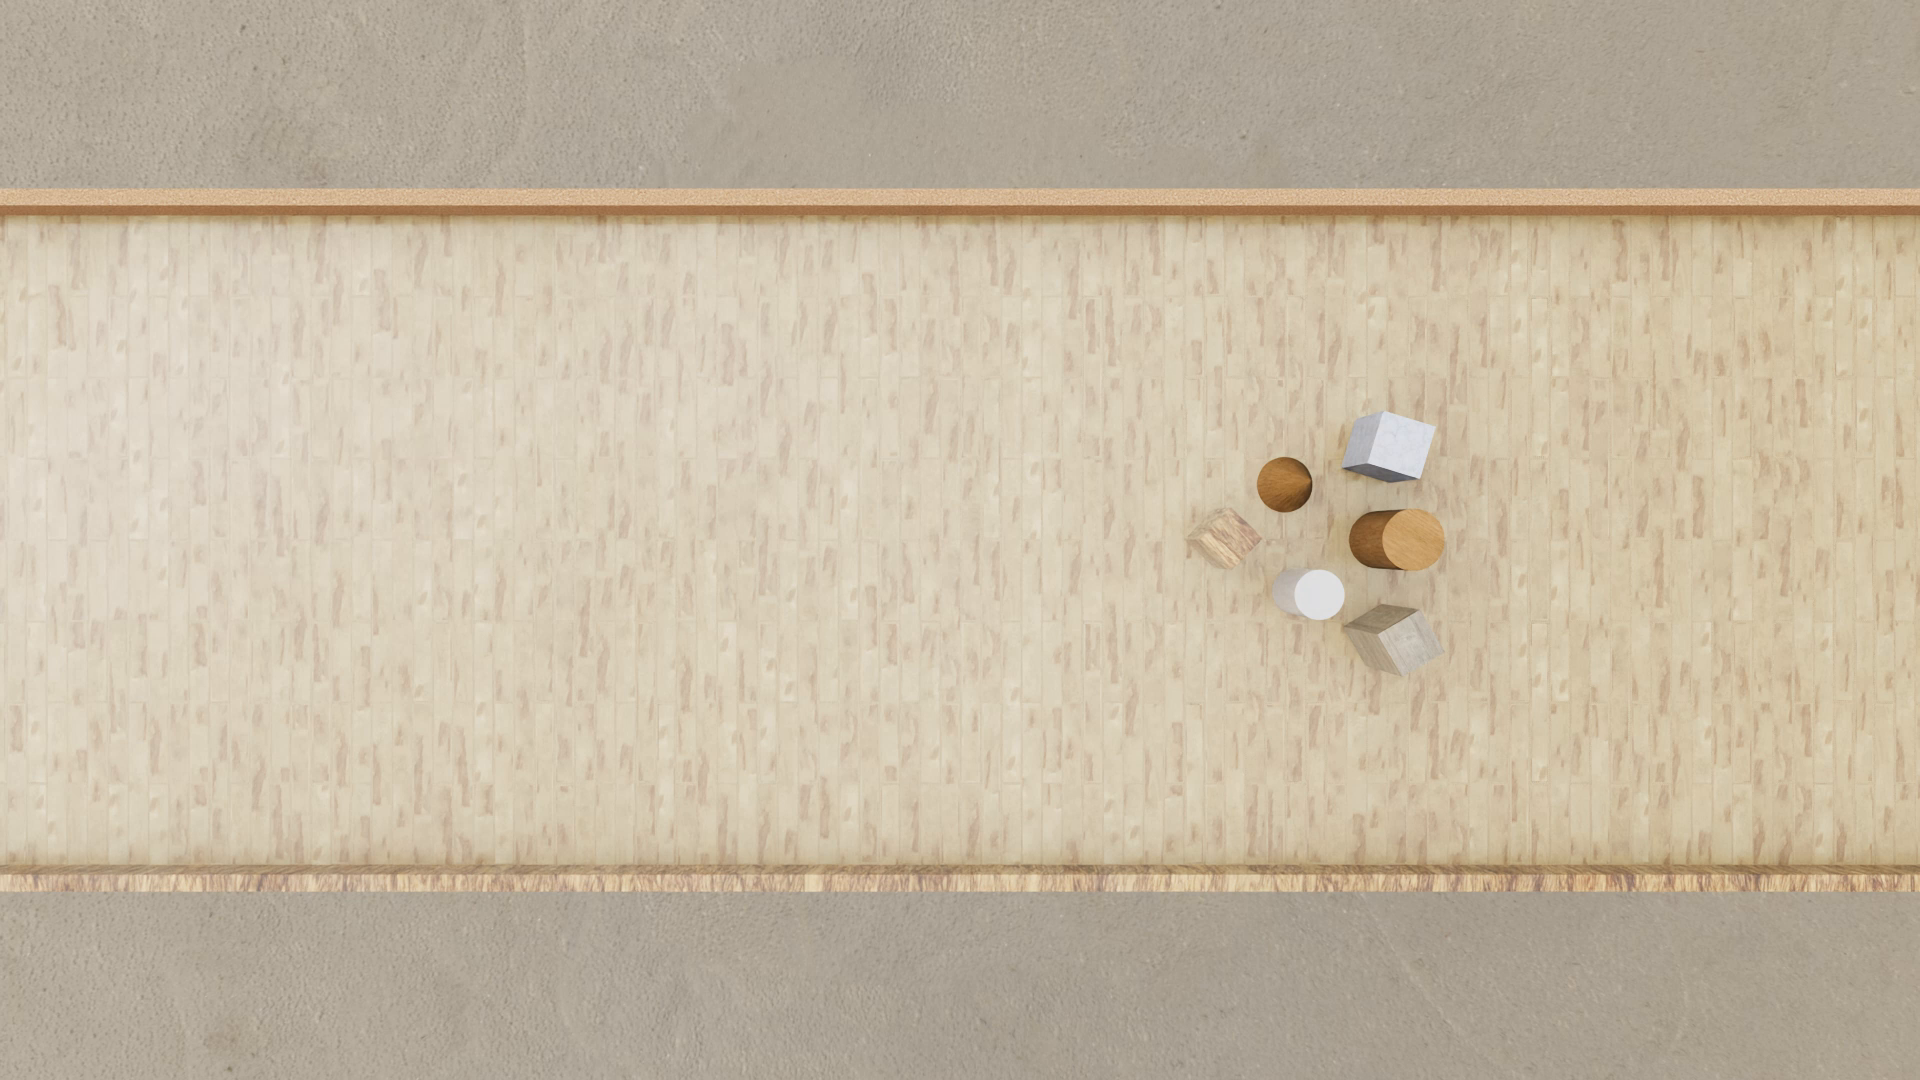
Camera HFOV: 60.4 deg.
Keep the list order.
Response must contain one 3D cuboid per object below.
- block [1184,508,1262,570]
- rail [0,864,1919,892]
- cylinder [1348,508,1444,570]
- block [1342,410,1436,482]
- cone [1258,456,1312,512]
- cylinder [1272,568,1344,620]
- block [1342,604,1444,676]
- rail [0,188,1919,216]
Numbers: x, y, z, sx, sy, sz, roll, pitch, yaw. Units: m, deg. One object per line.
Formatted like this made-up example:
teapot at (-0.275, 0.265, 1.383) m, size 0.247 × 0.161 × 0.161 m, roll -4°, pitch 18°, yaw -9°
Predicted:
block at (0.780, -0.004, 4.907) m, size 0.127 × 0.340 × 0.127 m, roll 44°, pitch 90°, yaw 0°
rail at (-2.247, 1.025, 5.001) m, size 12.000 × 0.150 × 0.050 m, roll 0°, pitch 90°, yaw 0°
cylinder at (1.286, -0.001, 4.875) m, size 0.177 × 0.402 × 0.177 m, roll 0°, pitch 90°, yaw 0°
block at (1.270, -0.274, 4.908) m, size 0.157 × 0.337 × 0.157 m, roll 17°, pitch 90°, yaw 0°
cone at (1.000, -0.170, 4.886) m, size 0.171 × 0.381 × 0.171 m, roll 0°, pitch 90°, yaw 0°
cylinder at (1.033, 0.157, 4.907) m, size 0.144 × 0.340 × 0.144 m, roll 0°, pitch 90°, yaw 0°
block at (1.273, 0.291, 4.864) m, size 0.139 × 0.425 × 0.139 m, roll -30°, pitch 90°, yaw 0°
rail at (-2.247, -1.025, 5.002) m, size 12.000 × 0.150 × 0.050 m, roll 0°, pitch 90°, yaw 0°
